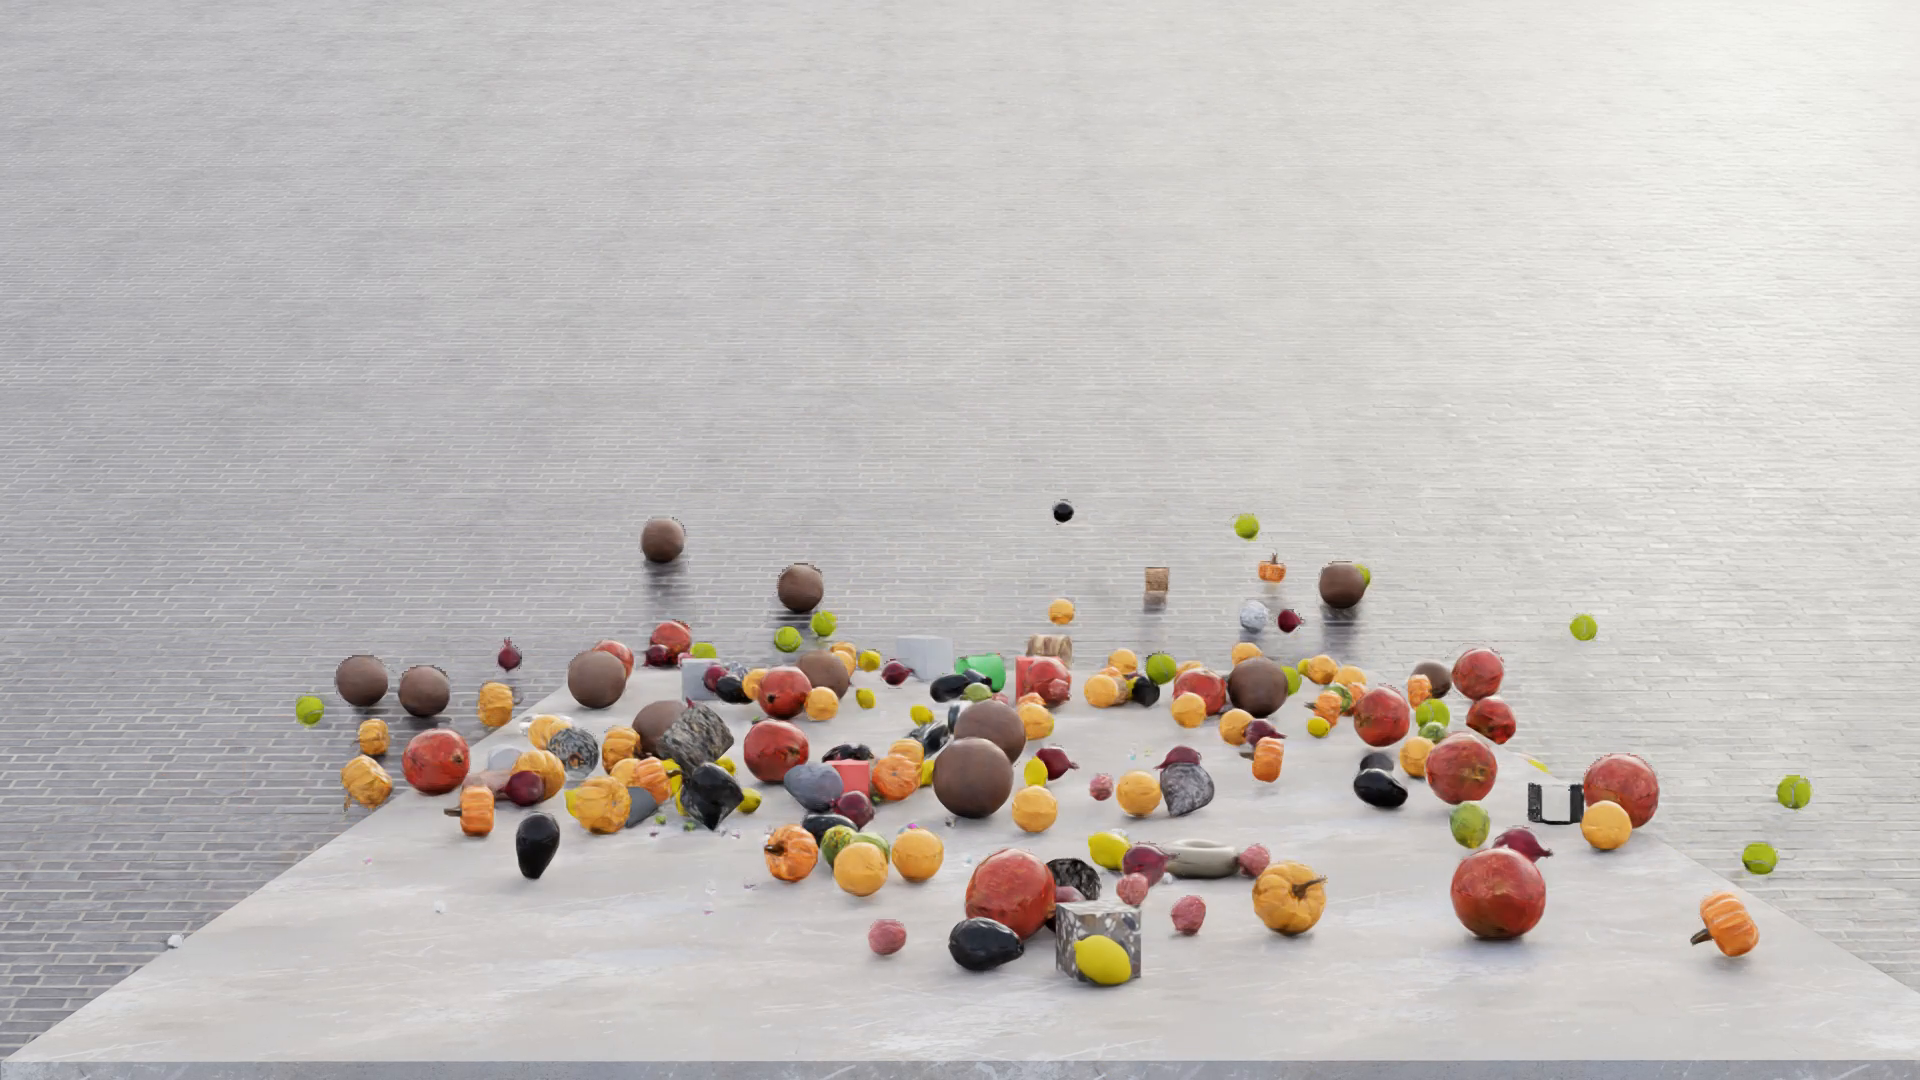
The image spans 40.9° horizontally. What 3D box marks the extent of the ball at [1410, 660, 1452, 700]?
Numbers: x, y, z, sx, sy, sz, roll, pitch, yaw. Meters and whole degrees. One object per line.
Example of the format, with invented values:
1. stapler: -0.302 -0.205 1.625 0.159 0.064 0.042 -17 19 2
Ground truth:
1. ball: 1.079 0.320 5.889 0.095 0.095 0.095 0 23 0

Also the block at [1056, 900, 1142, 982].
1. block: 0.158 0.457 2.940 0.076 0.076 0.076 -1 3 -17

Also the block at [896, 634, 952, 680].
1. block: -0.088 0.290 6.368 0.099 0.099 0.099 2 3 41

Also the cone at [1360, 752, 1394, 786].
1. cone: 0.727 0.411 4.467 0.061 0.061 0.061 0 29 0

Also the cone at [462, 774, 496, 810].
1. cone: -0.786 0.409 4.204 0.058 0.058 0.058 0 3 0

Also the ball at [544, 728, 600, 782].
1. ball: -0.681 0.377 4.517 0.095 0.095 0.095 0 23 0

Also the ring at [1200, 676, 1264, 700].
1. ring: 0.621 0.337 5.870 0.146 0.049 0.146 0 3 0

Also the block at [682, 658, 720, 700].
1. block: -0.594 0.318 5.892 0.086 0.086 0.086 0 3 -7

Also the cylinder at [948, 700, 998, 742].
1. cylinder: 0.026 0.358 5.089 0.076 0.076 0.076 2 21 28

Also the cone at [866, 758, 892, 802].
1. cone: -0.136 0.416 4.299 0.076 0.076 0.076 -9 47 -20

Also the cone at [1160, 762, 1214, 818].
1. cone: 0.352 0.420 4.125 0.093 0.093 0.093 8 32 18

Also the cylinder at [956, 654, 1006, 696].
1. cylinder: 0.048 0.312 5.954 0.086 0.086 0.086 -4 22 -25

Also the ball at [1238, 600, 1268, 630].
1. ball: 0.796 0.205 6.974 0.082 0.082 0.082 0 23 0

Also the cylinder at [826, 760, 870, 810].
1. cylinder: -0.185 0.401 4.221 0.072 0.072 0.072 0 3 0

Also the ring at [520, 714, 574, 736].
1. ring: -0.836 0.374 5.206 0.111 0.037 0.111 -1 3 0

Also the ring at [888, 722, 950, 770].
1. ring: -0.075 0.372 4.665 0.126 0.042 0.126 -31 7 4

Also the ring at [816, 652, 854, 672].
1. ring: -0.317 0.309 6.529 0.101 0.034 0.101 -17 -3 -1

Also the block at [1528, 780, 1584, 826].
1. block: 0.939 0.413 4.055 0.061 0.061 0.061 -2 3 -37

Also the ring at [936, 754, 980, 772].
1. ring: -0.005 0.403 4.665 0.081 0.027 0.081 0 1 0

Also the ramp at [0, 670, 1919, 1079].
1. ramp: 0.052 0.472 4.536 2.000 0.100 4.000 0 3 0

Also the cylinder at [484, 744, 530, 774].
1. cylinder: -0.786 0.392 4.462 0.069 0.069 0.069 -7 5 -17

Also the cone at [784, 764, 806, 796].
1. cone: -0.259 0.419 4.270 0.067 0.067 0.067 -1 29 -3

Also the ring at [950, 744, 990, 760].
1. ring: 0.019 0.397 4.818 0.077 0.026 0.077 0 4 0

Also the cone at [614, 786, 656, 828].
1. cone: -0.514 0.431 4.023 0.067 0.067 0.067 1 29 3

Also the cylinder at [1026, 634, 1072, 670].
1. cylinder: 0.234 0.293 6.722 0.092 0.092 0.092 4 23 22

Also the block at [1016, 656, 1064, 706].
1. block: 0.178 0.316 5.782 0.098 0.098 0.098 0 3 -3

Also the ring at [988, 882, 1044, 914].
1. ring: 0.083 0.461 3.318 0.097 0.032 0.097 3 -1 0

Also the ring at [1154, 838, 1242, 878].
1. ring: 0.333 0.445 3.595 0.123 0.041 0.123 1 2 0

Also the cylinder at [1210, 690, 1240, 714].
1. cylinder: 0.572 0.350 5.550 0.051 0.051 0.051 1 21 24

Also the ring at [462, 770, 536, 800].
1. ring: -0.774 0.412 4.324 0.122 0.041 0.122 -1 2 0

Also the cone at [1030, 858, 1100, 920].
1. cone: 0.134 0.462 3.223 0.090 0.090 0.090 0 29 0

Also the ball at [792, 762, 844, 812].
1. ball: -0.229 0.399 4.158 0.081 0.081 0.081 0 23 0

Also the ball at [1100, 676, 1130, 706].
1. ball: 0.341 0.336 5.697 0.067 0.067 0.067 0 23 0

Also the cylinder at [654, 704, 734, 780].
1. cylinder: -0.446 0.341 4.323 0.094 0.094 0.094 22 56 42

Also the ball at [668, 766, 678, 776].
1. ball: -0.486 0.389 4.558 0.065 0.065 0.065 0 23 0

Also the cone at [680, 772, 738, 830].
1. cone: -0.388 0.426 4.008 0.093 0.093 0.093 -3 30 -7
